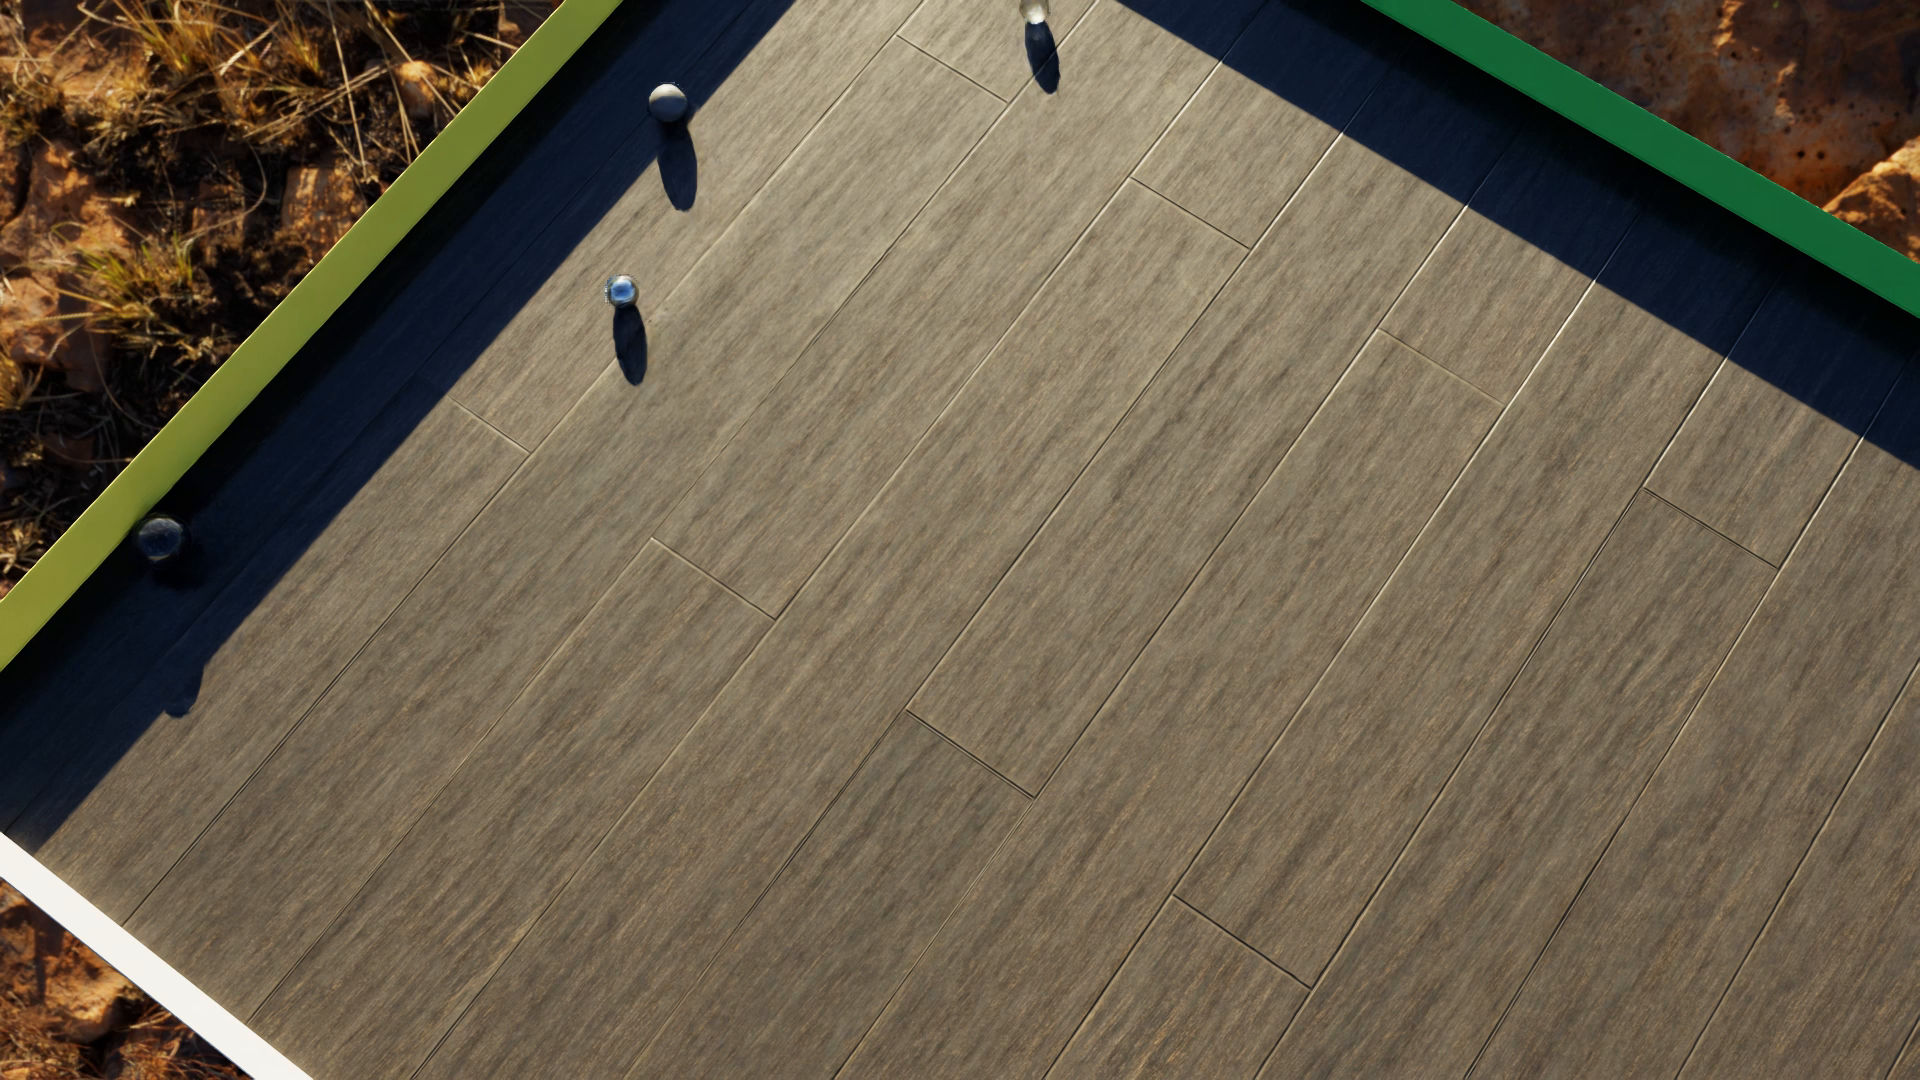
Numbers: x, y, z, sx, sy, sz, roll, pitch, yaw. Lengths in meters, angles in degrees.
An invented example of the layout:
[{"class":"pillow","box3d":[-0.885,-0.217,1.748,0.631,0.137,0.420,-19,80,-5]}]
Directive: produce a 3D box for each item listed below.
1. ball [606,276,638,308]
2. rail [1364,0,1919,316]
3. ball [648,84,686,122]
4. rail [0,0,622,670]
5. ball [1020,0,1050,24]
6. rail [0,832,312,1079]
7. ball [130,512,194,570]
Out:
[{"class":"ball","box3d":[-0.563,-0.413,3.668,0.054,0.054,0.054,0,68,0]},{"class":"rail","box3d":[1.632,-0.355,3.607,4.449,0.121,0.045,34,72,13]},{"class":"ball","box3d":[-0.505,-0.754,3.800,0.066,0.066,0.066,0,68,0]},{"class":"rail","box3d":[-0.885,-0.599,3.706,0.045,0.121,2.548,34,72,13]},{"class":"ball","box3d":[0.132,-0.939,3.882,0.054,0.054,0.054,0,68,0]},{"class":"rail","box3d":[0.177,1.529,2.841,4.449,0.121,0.045,34,72,13]},{"class":"ball","box3d":[-1.262,0.002,3.478,0.093,0.093,0.093,0,68,0]}]
